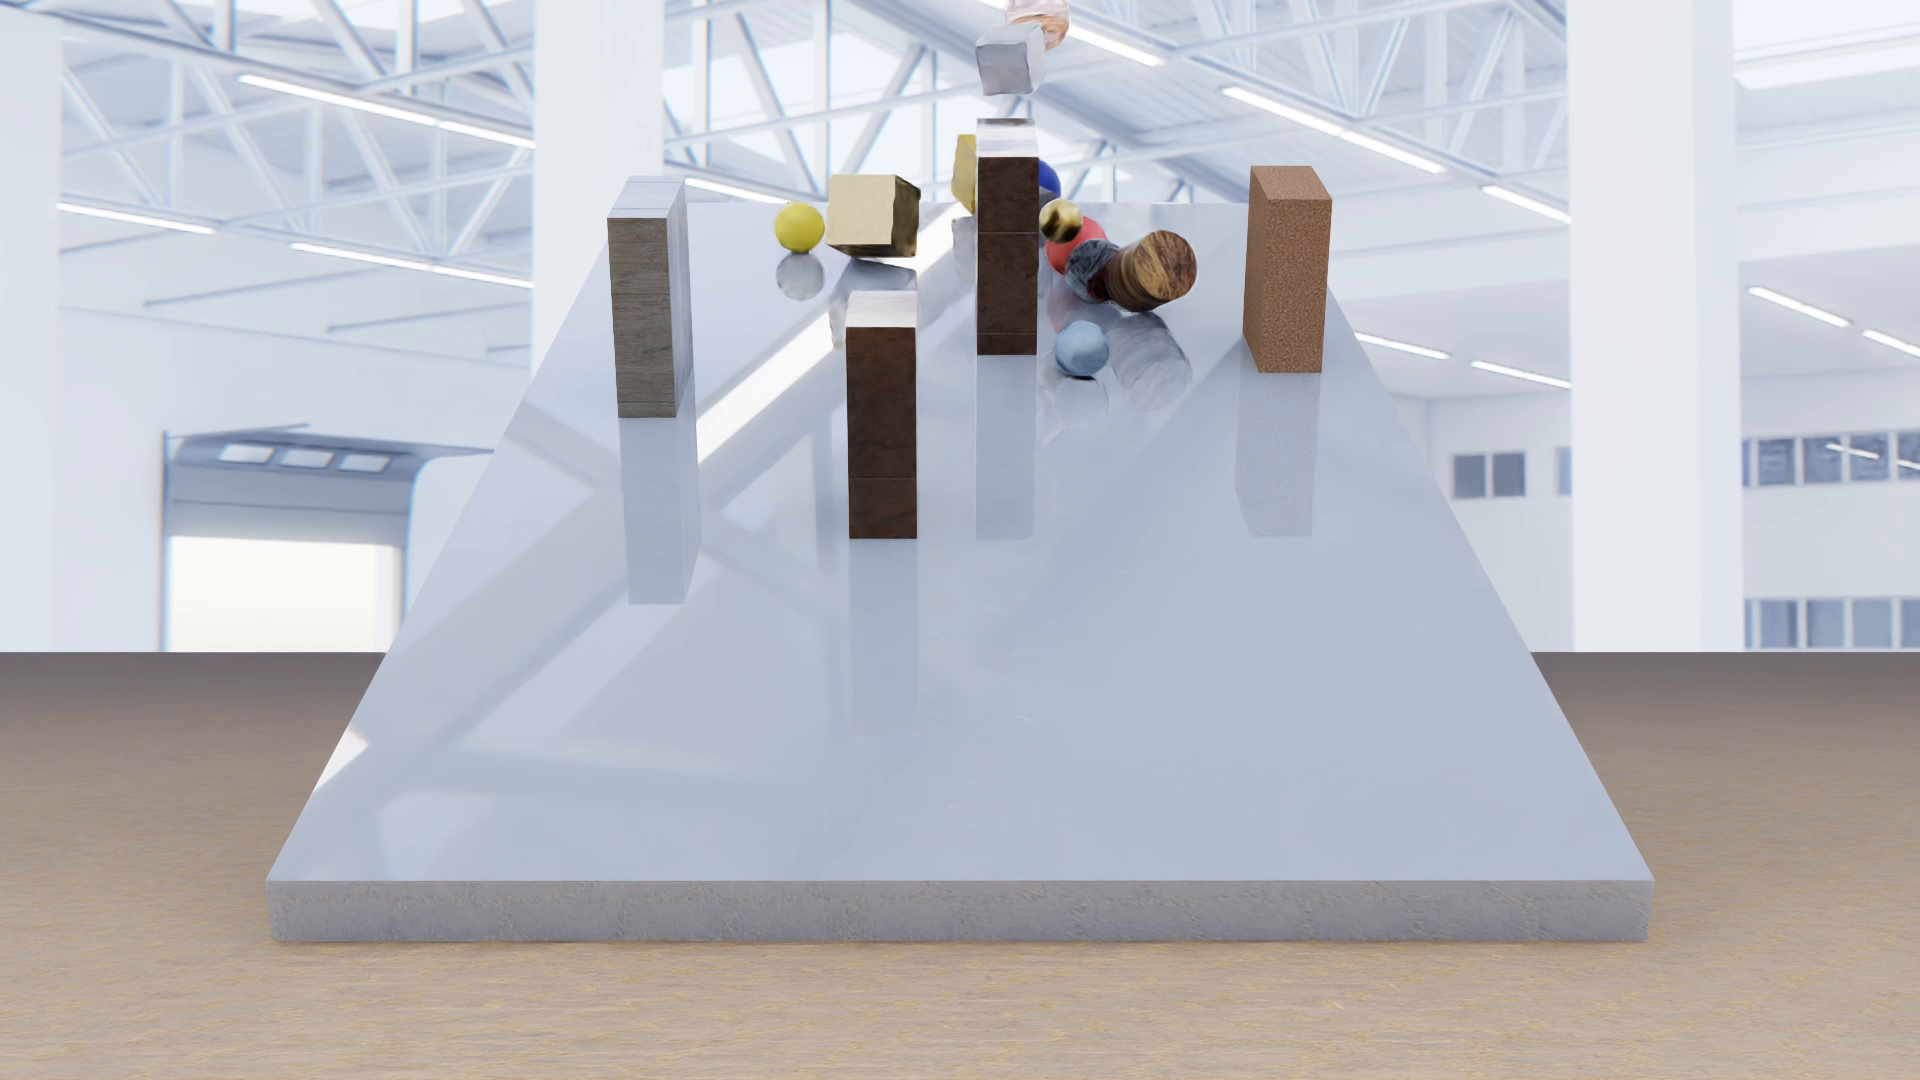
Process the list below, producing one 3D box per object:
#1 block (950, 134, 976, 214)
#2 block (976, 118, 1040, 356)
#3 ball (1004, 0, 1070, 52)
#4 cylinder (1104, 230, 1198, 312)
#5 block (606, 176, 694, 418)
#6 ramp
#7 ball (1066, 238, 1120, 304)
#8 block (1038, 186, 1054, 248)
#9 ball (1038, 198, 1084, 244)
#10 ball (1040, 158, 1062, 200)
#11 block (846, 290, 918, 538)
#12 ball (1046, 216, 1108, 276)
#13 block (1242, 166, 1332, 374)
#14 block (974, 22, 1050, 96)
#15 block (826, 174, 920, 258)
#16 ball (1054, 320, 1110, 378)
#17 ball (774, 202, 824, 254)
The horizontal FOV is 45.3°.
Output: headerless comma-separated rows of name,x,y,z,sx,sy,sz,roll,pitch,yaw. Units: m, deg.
block,0.096,-1.094,6.885,0.181,0.181,0.181,-3,31,-20
block,0.114,-0.761,5.719,0.146,0.489,0.444,0,22,0
ball,0.221,-1.481,6.540,0.187,0.187,0.187,0,-3,0
cylinder,0.486,-0.682,5.860,0.177,0.177,0.177,1,-5,-20
block,-0.704,-0.563,5.269,0.129,0.460,0.394,0,22,0
ramp,-0.007,-0.222,5.181,2.000,0.100,4.000,0,22,0
ball,0.358,-0.702,6.000,0.168,0.168,0.168,0,-3,0
block,0.161,-0.922,6.551,0.155,0.155,0.155,-12,25,-26
ball,0.262,-0.830,5.991,0.117,0.117,0.117,0,-3,0
ball,0.198,-1.021,6.733,0.201,0.201,0.201,0,-3,0
block,-0.151,-0.249,4.542,0.133,0.432,0.244,0,22,0
ball,0.316,-0.791,6.215,0.169,0.169,0.169,0,-3,0
block,0.787,-0.658,5.558,0.149,0.422,0.340,0,22,0
block,0.143,-1.317,6.298,0.146,0.146,0.146,2,34,23
block,-0.238,-0.887,6.314,0.192,0.192,0.192,3,-3,20
ball,0.288,-0.452,5.434,0.133,0.133,0.133,0,-3,0
ball,-0.450,-0.876,6.455,0.141,0.141,0.141,0,-3,0
